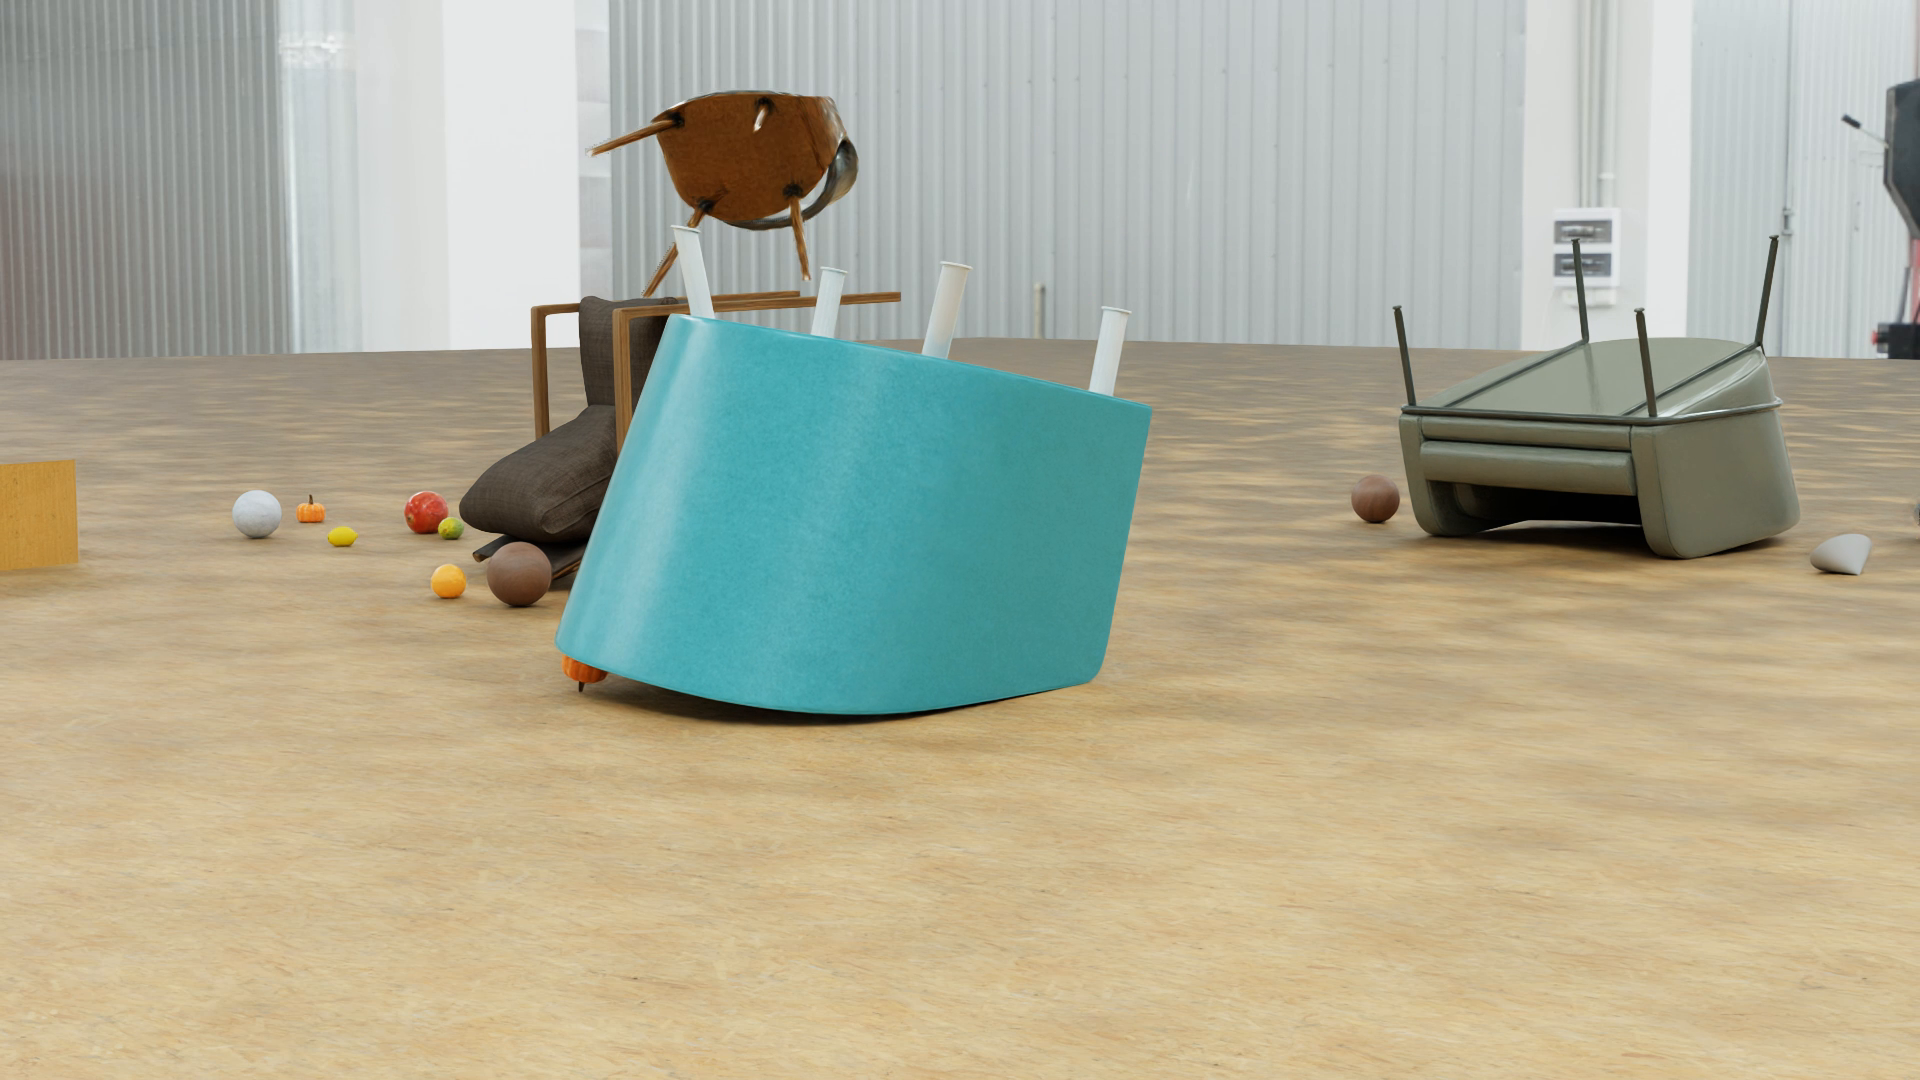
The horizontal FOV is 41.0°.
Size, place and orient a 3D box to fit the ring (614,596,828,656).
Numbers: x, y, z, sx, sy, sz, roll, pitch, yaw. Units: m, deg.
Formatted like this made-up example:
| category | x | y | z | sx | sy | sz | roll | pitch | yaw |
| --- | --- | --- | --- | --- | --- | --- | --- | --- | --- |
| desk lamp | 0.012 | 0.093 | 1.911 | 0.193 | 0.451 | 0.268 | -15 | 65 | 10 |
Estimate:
| category | x | y | z | sx | sy | sz | roll | pitch | yaw |
| --- | --- | --- | --- | --- | --- | --- | --- | --- | --- |
| ring | -0.427 | 0.152 | 4.591 | 0.384 | 0.072 | 0.446 | -1 | 5 | -10 |

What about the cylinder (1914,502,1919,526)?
| category | x | y | z | sx | sy | sz | roll | pitch | yaw |
| --- | --- | --- | --- | --- | --- | --- | --- | --- | --- |
| cylinder | 2.490 | -0.065 | 6.371 | 0.210 | 0.137 | 0.132 | -7 | 4 | 14 |

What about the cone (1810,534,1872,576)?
| category | x | y | z | sx | sy | sz | roll | pitch | yaw |
| --- | --- | --- | --- | --- | --- | --- | --- | --- | --- |
| cone | 1.969 | 0.053 | 5.675 | 0.168 | 0.114 | 0.074 | 2 | 42 | -26 |

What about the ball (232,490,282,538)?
| category | x | y | z | sx | sy | sz | roll | pitch | yaw |
| --- | --- | --- | --- | --- | --- | --- | --- | --- | --- |
| ball | -1.769 | -0.066 | 6.458 | 0.121 | 0.121 | 0.121 | 0 | 6 | 0 |

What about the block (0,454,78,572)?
| category | x | y | z | sx | sy | sz | roll | pitch | yaw |
| --- | --- | --- | --- | --- | --- | --- | --- | --- | --- |
| block | -2.218 | -0.063 | 5.860 | 0.273 | 0.238 | 0.271 | 4 | 7 | 34 |
